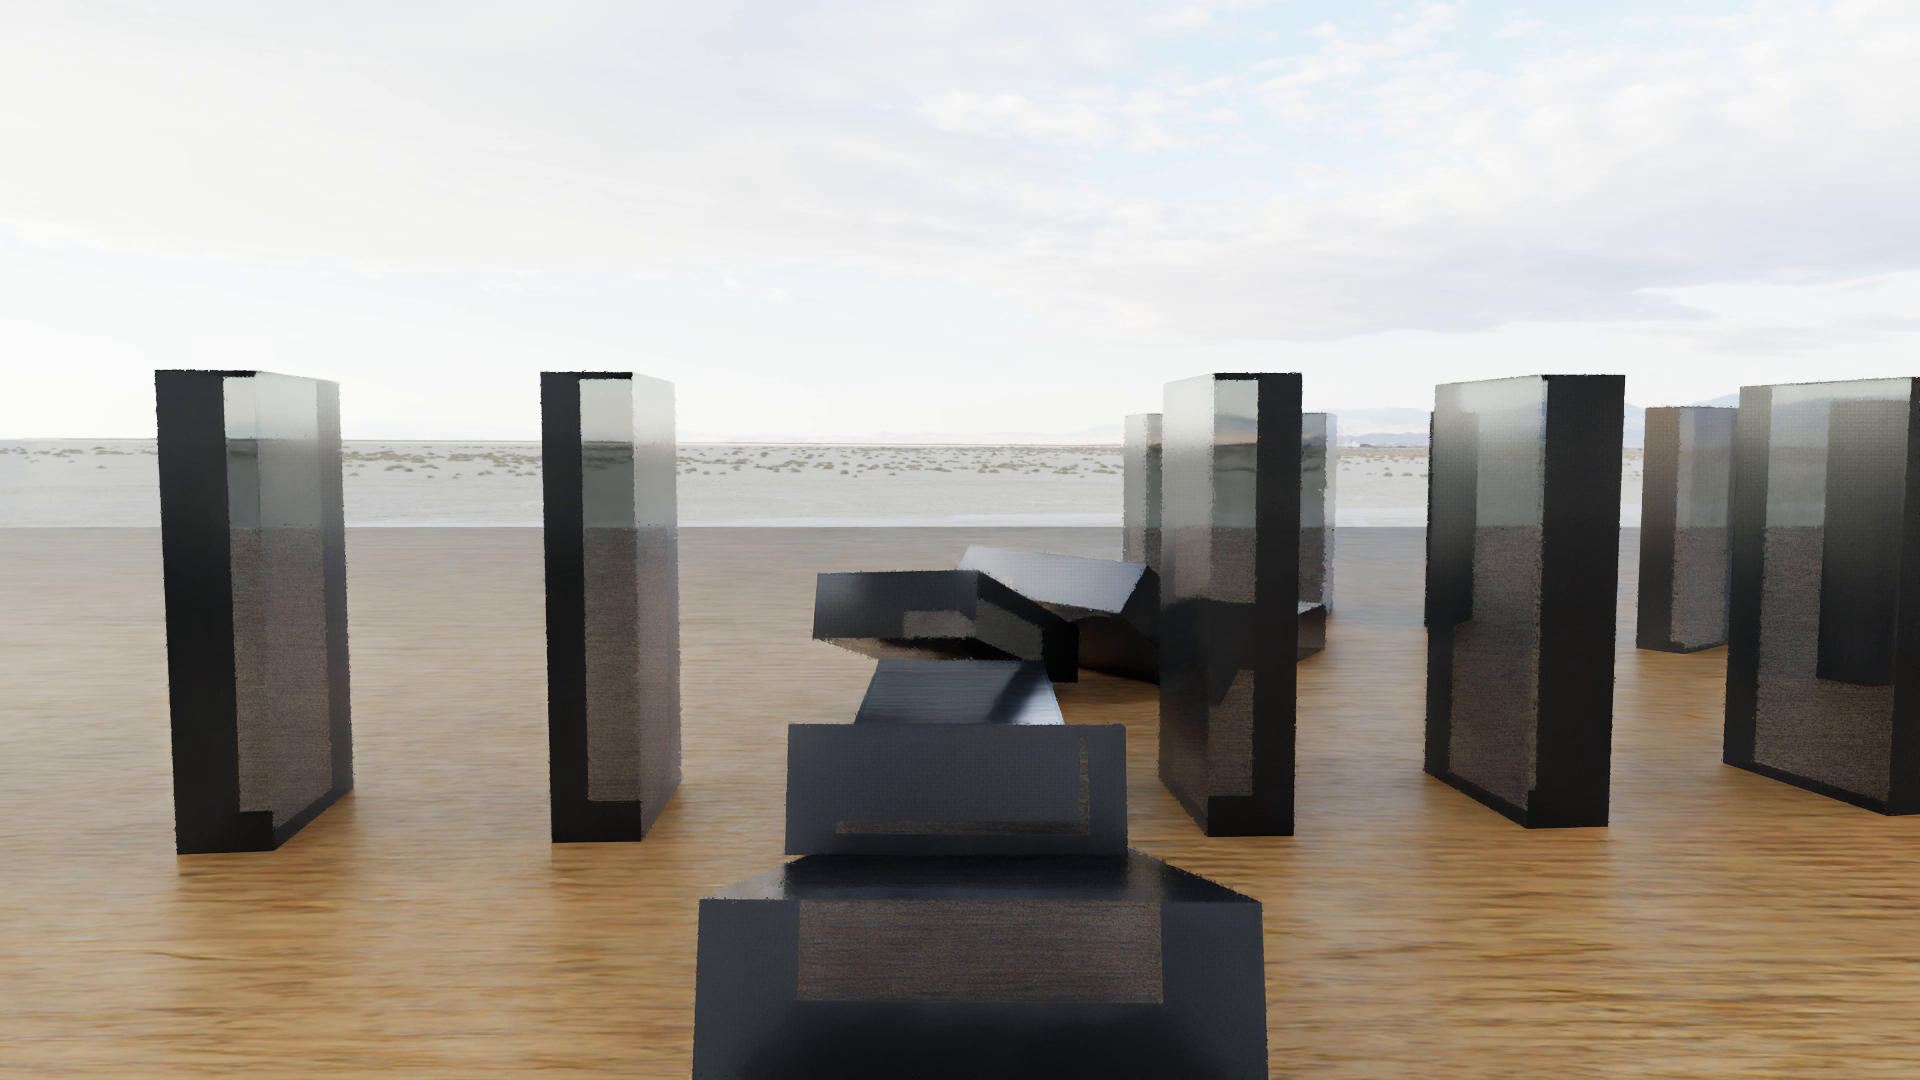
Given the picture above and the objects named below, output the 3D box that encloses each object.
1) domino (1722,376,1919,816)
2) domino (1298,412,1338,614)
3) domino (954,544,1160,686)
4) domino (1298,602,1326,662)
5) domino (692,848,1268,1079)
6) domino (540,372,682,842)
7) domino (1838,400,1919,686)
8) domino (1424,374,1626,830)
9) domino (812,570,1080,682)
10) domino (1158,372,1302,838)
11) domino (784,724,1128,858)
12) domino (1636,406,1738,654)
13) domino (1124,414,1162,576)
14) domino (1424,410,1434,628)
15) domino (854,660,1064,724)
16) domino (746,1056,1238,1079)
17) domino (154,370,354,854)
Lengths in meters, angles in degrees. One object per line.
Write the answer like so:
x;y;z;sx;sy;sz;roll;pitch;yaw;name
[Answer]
0.109;0.006;0.158;0.009;0.050;0.025;-1;4;-10;domino
0.088;-0.007;0.322;0.009;0.050;0.025;2;5;22;domino
0.022;0.014;0.233;0.025;0.009;0.050;42;-20;-29;domino
0.048;0.018;0.268;0.050;0.010;0.025;3;5;32;domino
0.001;0.025;0.081;0.025;0.009;0.050;0;-11;1;domino
-0.039;0.006;0.148;0.009;0.050;0.025;0;4;-3;domino
0.174;0.000;0.232;0.025;0.050;0.009;-1;5;-18;domino
0.066;0.006;0.153;0.010;0.050;0.025;0;4;-5;domino
0.000;0.015;0.204;0.025;0.009;0.050;-2;-14;22;domino
0.031;0.006;0.150;0.009;0.050;0.025;0;4;-3;domino
0.000;0.023;0.119;0.025;0.009;0.050;0;-10;1;domino
0.154;-0.003;0.269;0.025;0.050;0.009;-3;5;-37;domino
0.049;-0.007;0.329;0.009;0.050;0.025;0;4;-5;domino
0.119;-0.005;0.303;0.009;0.050;0.025;3;5;38;domino
0.000;0.025;0.172;0.025;0.010;0.050;0;4;0;domino
0.001;0.029;0.044;0.025;0.009;0.050;0;-9;1;domino
-0.078;0.007;0.144;0.010;0.050;0.025;-1;4;-8;domino
